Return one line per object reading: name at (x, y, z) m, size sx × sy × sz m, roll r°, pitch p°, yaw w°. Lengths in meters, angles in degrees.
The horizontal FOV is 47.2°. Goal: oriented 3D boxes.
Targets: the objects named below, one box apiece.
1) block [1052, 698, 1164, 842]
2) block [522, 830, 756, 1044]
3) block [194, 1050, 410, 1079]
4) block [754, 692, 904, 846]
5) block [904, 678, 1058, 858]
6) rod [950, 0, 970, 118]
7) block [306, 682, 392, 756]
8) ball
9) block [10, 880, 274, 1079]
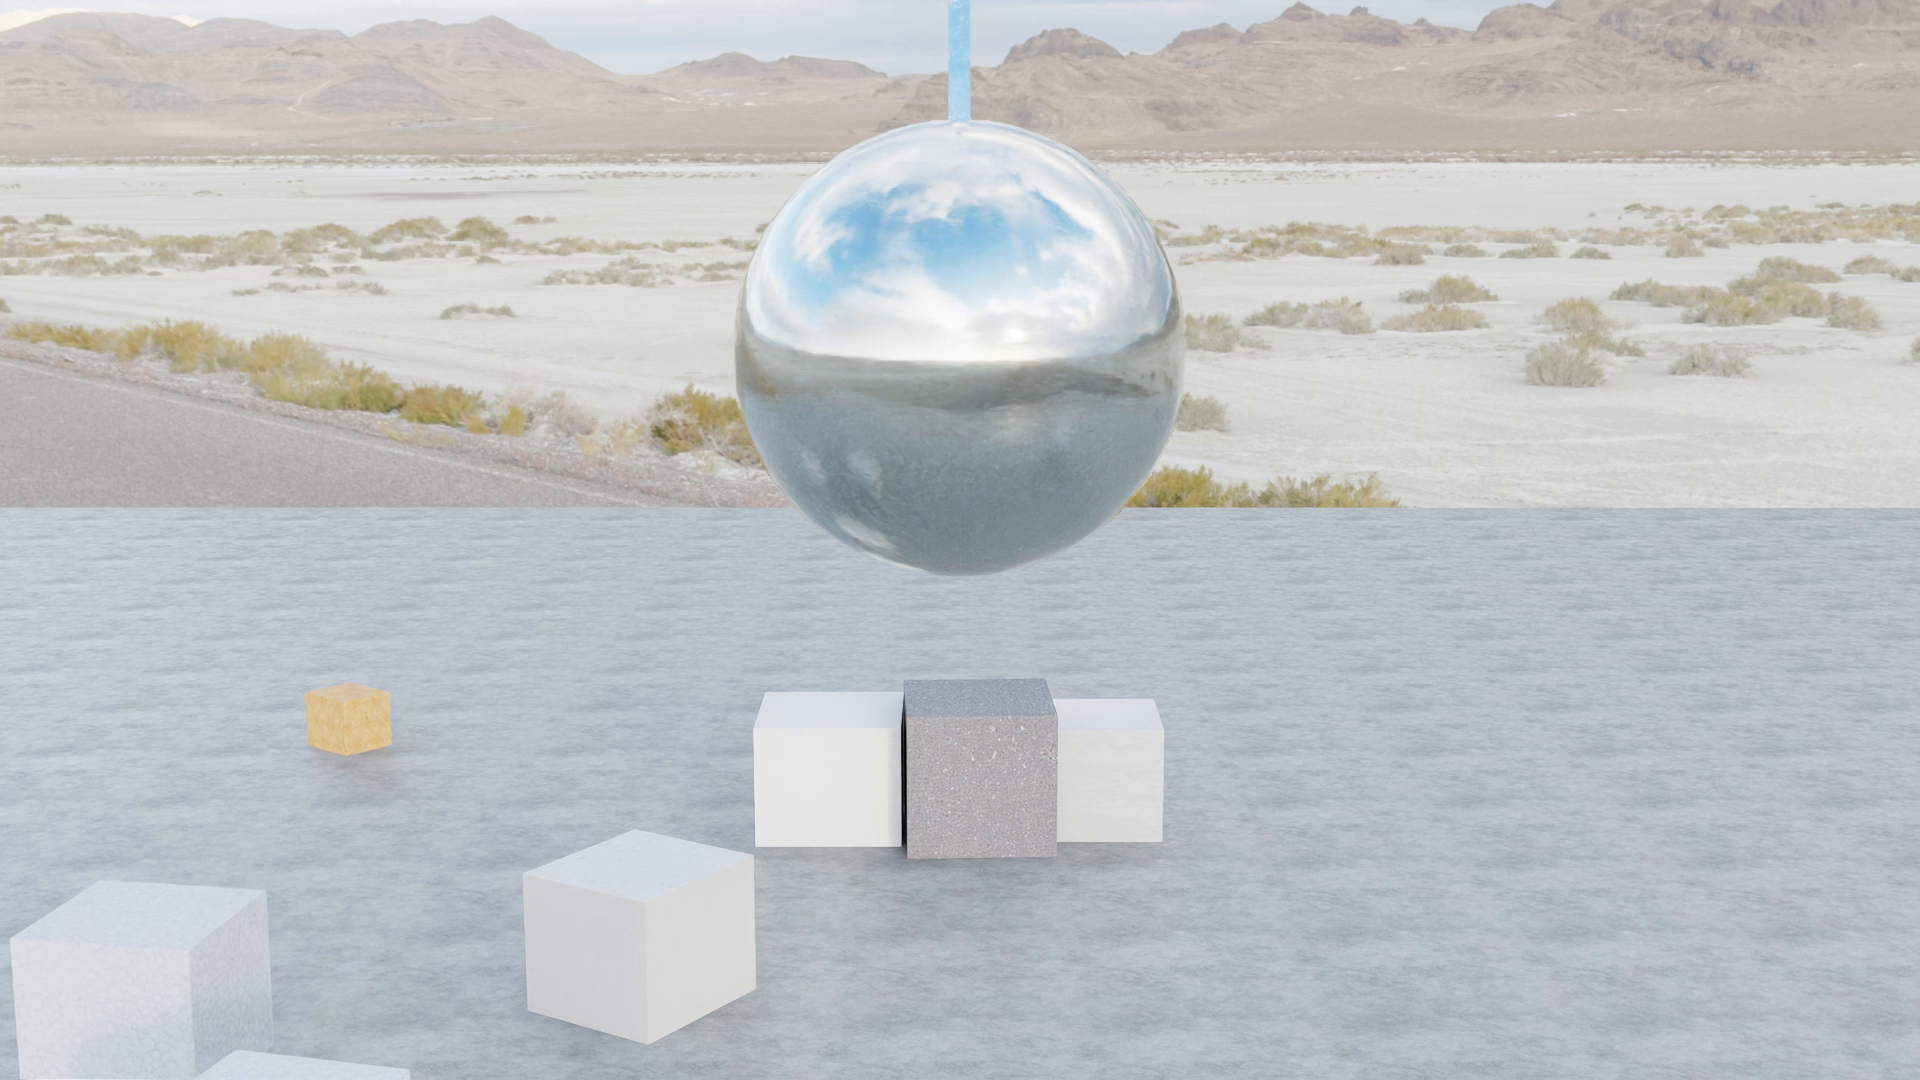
block at (0.748, 1.187, 11.399) m, size 0.556 × 0.587 × 0.622 m, roll 0°, pitch 10°, yaw 0°
block at (-1.311, 1.614, 9.051) m, size 0.642 × 0.585 × 0.688 m, roll 7°, pitch 12°, yaw 32°
block at (-2.120, 2.014, 6.798) m, size 0.619 × 0.605 × 0.621 m, roll 3°, pitch 11°, yaw 14°
block at (-0.664, 1.176, 11.380) m, size 0.735 × 0.615 × 0.736 m, roll 0°, pitch 10°, yaw 0°
block at (0.093, 1.152, 11.208) m, size 0.741 × 0.724 × 0.754 m, roll 0°, pitch 10°, yaw -3°
rod at (0.000, -3.817, 9.059) m, size 0.080 × 5.200 × 0.080 m, roll 0°, pitch -22°, yaw 0°
block at (-3.588, 1.048, 12.909) m, size 0.372 × 0.319 × 0.317 m, roll 8°, pitch 13°, yaw 39°
ball at (0.000, -0.673, 7.765) m, size 1.600 × 1.600 × 1.600 m, roll 0°, pitch 10°, yaw 0°
block at (-3.079, 1.719, 8.329) m, size 0.686 × 0.639 × 0.636 m, roll 2°, pitch 11°, yaw 7°
